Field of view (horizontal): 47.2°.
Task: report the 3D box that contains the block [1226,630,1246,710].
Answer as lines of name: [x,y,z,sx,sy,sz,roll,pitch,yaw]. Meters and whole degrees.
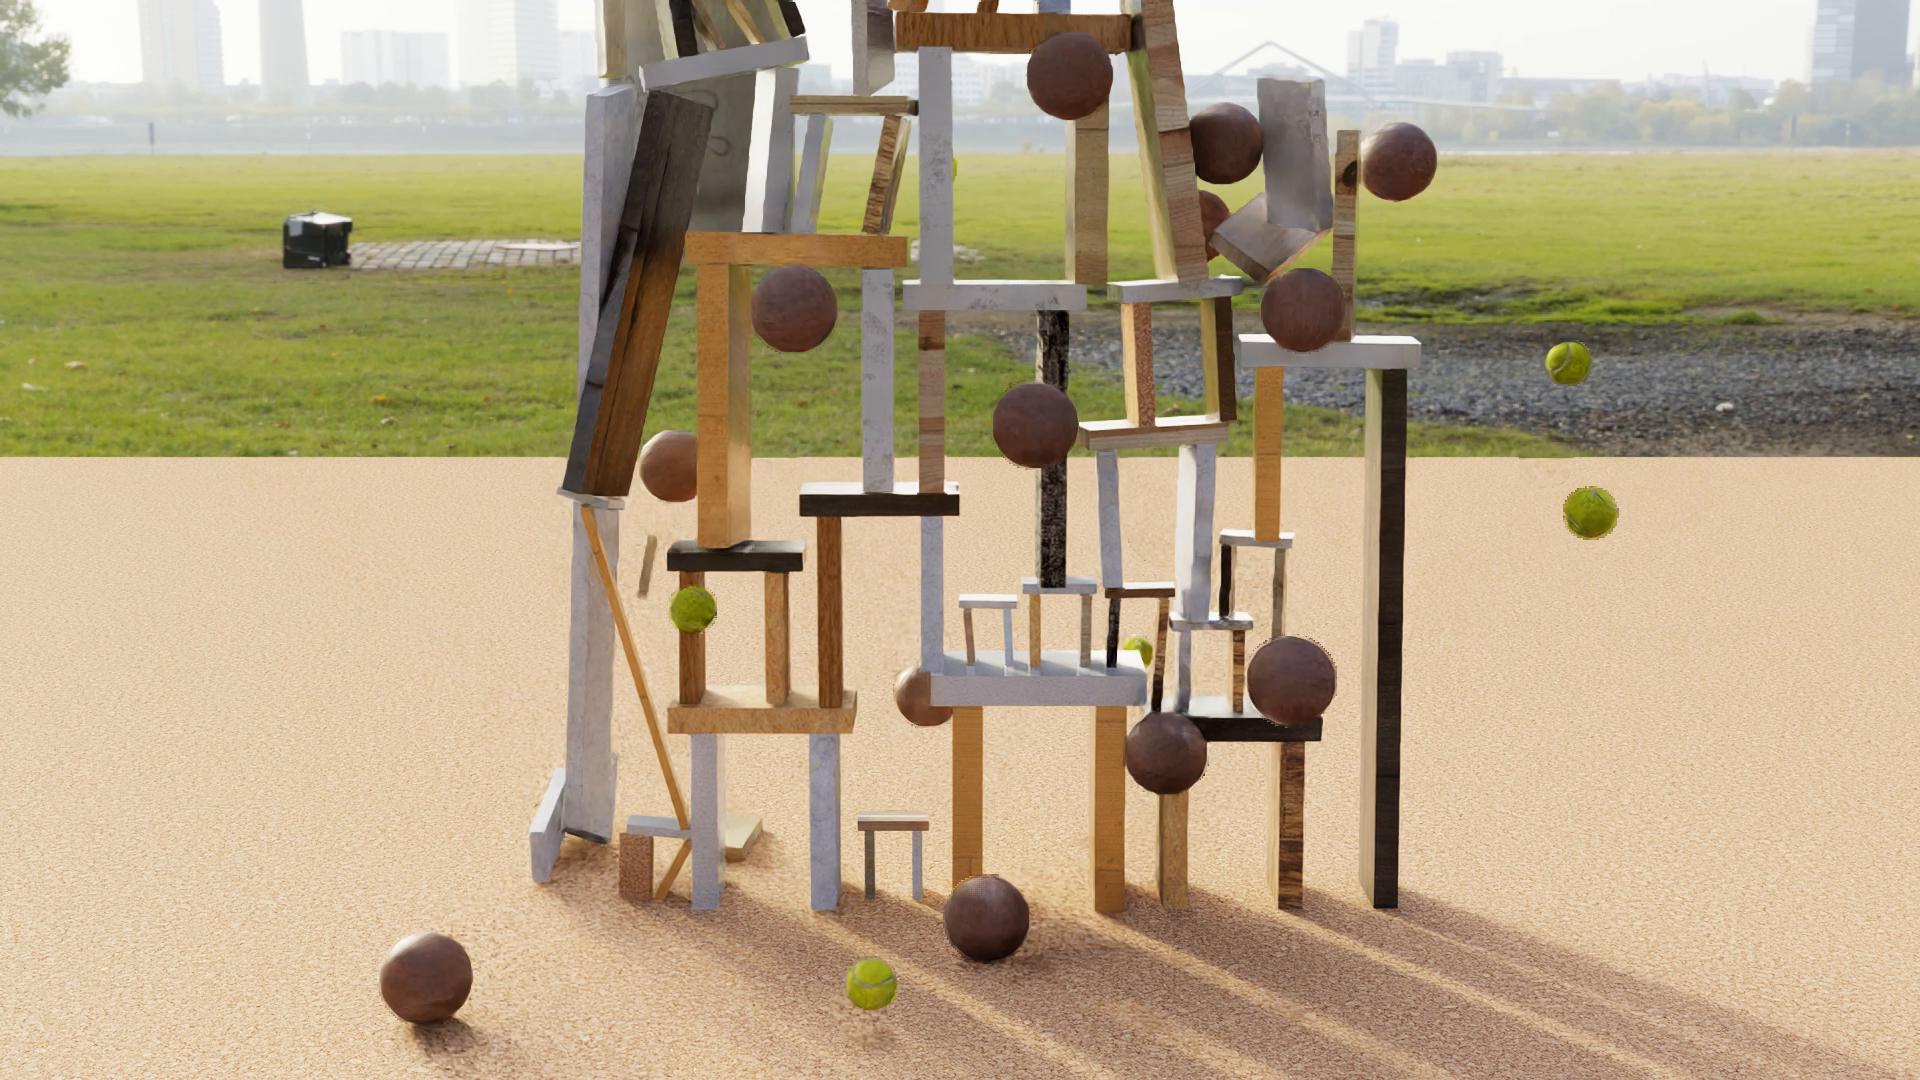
block: [0.452,0.207,3.604,0.019,0.131,0.066,0,9,-1]

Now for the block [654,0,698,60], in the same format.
block: [-0.457,-0.871,3.450,0.032,0.228,0.114,-12,12,-16]

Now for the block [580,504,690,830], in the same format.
block: [-0.526,0.207,3.573,0.014,0.558,0.049,-16,13,-3]

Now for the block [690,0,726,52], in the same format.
block: [-0.404,-0.813,3.464,0.014,0.095,0.048,-35,18,-17]

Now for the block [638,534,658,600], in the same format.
block: [-0.506,0.045,3.558,0.014,0.099,0.049,10,-12,-5]

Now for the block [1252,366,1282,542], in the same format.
block: [0.496,-0.147,3.549,0.039,0.278,0.139,1,10,6]

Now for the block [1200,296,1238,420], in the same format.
block: [0.413,-0.294,3.525,0.028,0.195,0.098,-5,8,-7]

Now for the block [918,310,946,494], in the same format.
block: [-0.045,-0.227,3.517,0.041,0.287,0.144,0,9,0]

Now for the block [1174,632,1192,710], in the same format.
block: [0.365,0.207,3.603,0.019,0.131,0.066,0,9,-1]

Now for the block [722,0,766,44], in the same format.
block: [-0.344,-0.826,3.475,0.014,0.095,0.048,-38,15,-11]

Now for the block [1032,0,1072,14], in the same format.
block: [0.146,-0.987,3.414,0.049,0.346,0.173,1,9,-2]

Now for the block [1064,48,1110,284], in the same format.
block: [0.199,-0.587,3.469,0.051,0.359,0.180,-1,9,-2]

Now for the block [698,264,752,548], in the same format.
block: [-0.380,-0.218,3.556,0.049,0.446,0.174,1,5,6]

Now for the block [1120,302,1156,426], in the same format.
block: [0.284,-0.284,3.506,0.028,0.195,0.098,-5,9,-7]

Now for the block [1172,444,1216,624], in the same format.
block: [0.379,-0.018,3.560,0.032,0.288,0.113,0,9,-8]

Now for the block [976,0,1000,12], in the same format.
block: [0.061,-0.924,3.415,0.031,0.218,0.109,10,9,-1]

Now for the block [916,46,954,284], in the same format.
block: [-0.039,-0.587,3.461,0.051,0.359,0.180,-1,9,-2]

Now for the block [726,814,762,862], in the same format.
block: [-0.415,0.530,3.921,0.090,0.025,0.180,1,11,6]

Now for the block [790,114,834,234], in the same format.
block: [-0.235,-0.581,3.502,0.027,0.187,0.094,11,8,4]

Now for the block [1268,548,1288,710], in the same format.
block: [0.520,0.141,3.590,0.017,0.267,0.059,3,10,13]

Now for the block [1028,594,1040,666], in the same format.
block: [0.122,0.141,3.589,0.017,0.121,0.060,-1,11,0]

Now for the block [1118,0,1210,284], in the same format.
block: [0.295,-0.780,3.411,0.049,0.754,0.173,-10,11,-5]

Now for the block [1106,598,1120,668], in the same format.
block: [0.250,0.146,3.580,0.016,0.113,0.057,3,11,3]

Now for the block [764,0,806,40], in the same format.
block: [-0.298,-0.886,3.475,0.027,0.188,0.094,-25,16,-10]

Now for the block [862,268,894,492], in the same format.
block: [-0.130,-0.259,3.515,0.049,0.347,0.174,0,7,-1]

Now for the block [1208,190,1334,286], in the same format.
block: [0.520,-0.512,3.579,0.118,0.033,0.236,40,54,15]

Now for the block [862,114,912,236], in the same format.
block: [-0.116,-0.577,3.487,0.027,0.187,0.094,13,8,8]

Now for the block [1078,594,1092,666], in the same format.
block: [0.204,0.141,3.590,0.017,0.121,0.060,1,10,-1]

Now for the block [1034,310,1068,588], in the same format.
block: [0.146,-0.152,3.534,0.041,0.439,0.144,0,9,-2]

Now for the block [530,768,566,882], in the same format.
block: [-0.717,0.497,3.862,0.026,0.090,0.307,-1,14,-2]

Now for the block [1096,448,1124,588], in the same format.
block: [0.242,-0.042,3.567,0.032,0.227,0.113,-3,7,3]

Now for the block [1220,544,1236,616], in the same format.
block: [0.439,0.062,3.599,0.017,0.117,0.058,3,10,15]

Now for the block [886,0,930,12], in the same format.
block: [-0.050,-0.919,3.394,0.031,0.218,0.109,22,13,11]

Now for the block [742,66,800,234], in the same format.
block: [-0.306,-0.625,3.551,0.037,0.261,0.131,4,5,-19]

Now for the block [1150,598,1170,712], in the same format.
block: [0.327,0.181,3.586,0.016,0.187,0.057,4,13,3]

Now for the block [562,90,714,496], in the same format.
block: [-0.513,-0.387,3.512,0.037,0.643,0.131,17,7,26]

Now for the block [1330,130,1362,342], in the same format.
block: [0.611,-0.483,3.482,0.033,0.328,0.118,3,10,12]

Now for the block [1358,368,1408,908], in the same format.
block: [0.688,0.155,3.588,0.039,0.883,0.139,-1,10,0]

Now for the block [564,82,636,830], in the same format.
block: [-0.596,-0.106,3.626,0.032,1.275,0.114,11,23,13]

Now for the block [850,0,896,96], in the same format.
block: [-0.135,-0.831,3.394,0.027,0.272,0.094,12,32,21]
